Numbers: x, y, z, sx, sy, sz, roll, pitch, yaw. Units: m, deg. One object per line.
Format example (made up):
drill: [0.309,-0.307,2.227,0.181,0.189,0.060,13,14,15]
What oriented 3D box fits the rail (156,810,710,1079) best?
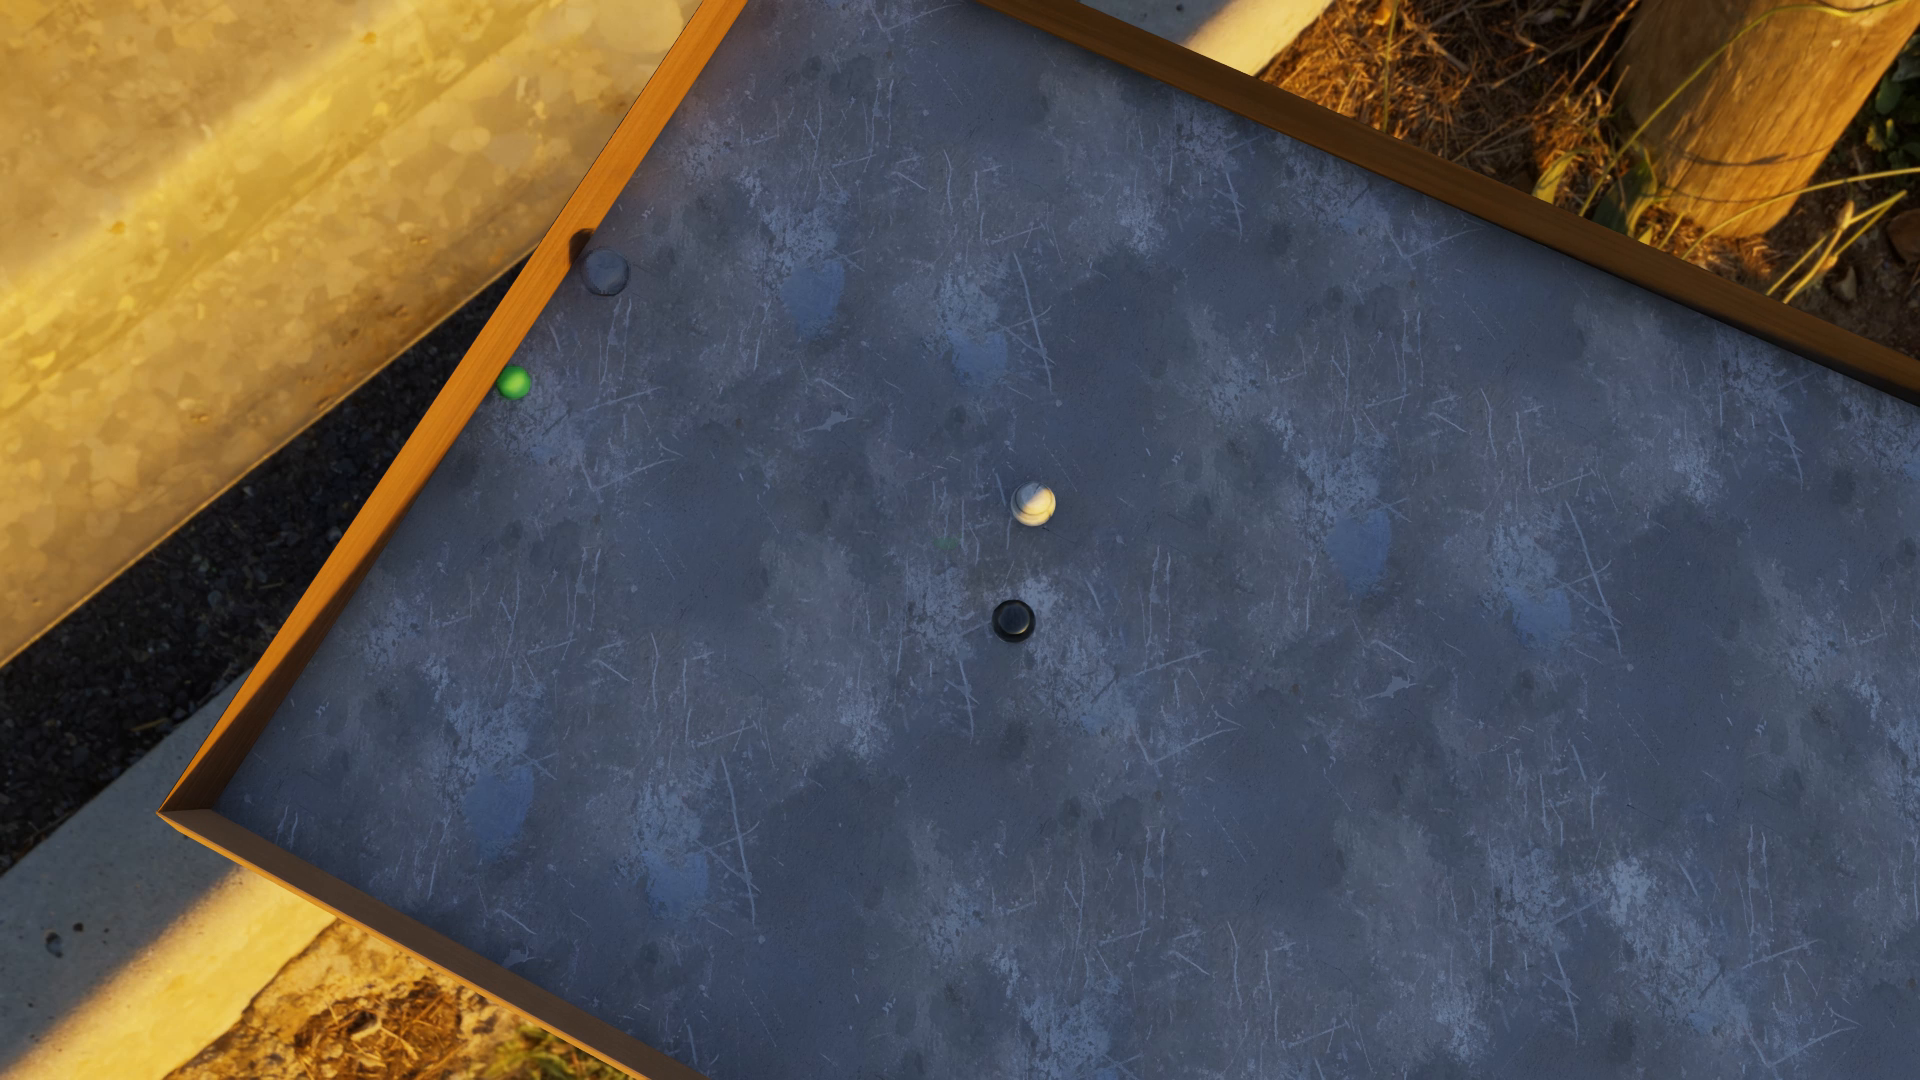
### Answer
rail: [0.319,1.122,3.016,3.375,0.104,0.045,26,70,10]

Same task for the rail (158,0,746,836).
rail: [-0.729,-0.356,3.619,0.045,0.104,1.921,26,70,10]

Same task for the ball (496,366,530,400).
ball: [-0.732,-0.258,3.605,0.056,0.056,0.056,0,68,0]

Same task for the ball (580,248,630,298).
ball: [-0.592,-0.446,3.669,0.080,0.080,0.080,0,68,0]

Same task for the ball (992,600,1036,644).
ball: [0.084,0.128,3.440,0.070,0.070,0.070,0,68,0]

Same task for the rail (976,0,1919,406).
rail: [1.180,-0.419,3.644,3.375,0.104,0.045,26,70,10]

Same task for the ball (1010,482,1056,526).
ball: [0.117,-0.058,3.515,0.072,0.072,0.072,0,68,0]
